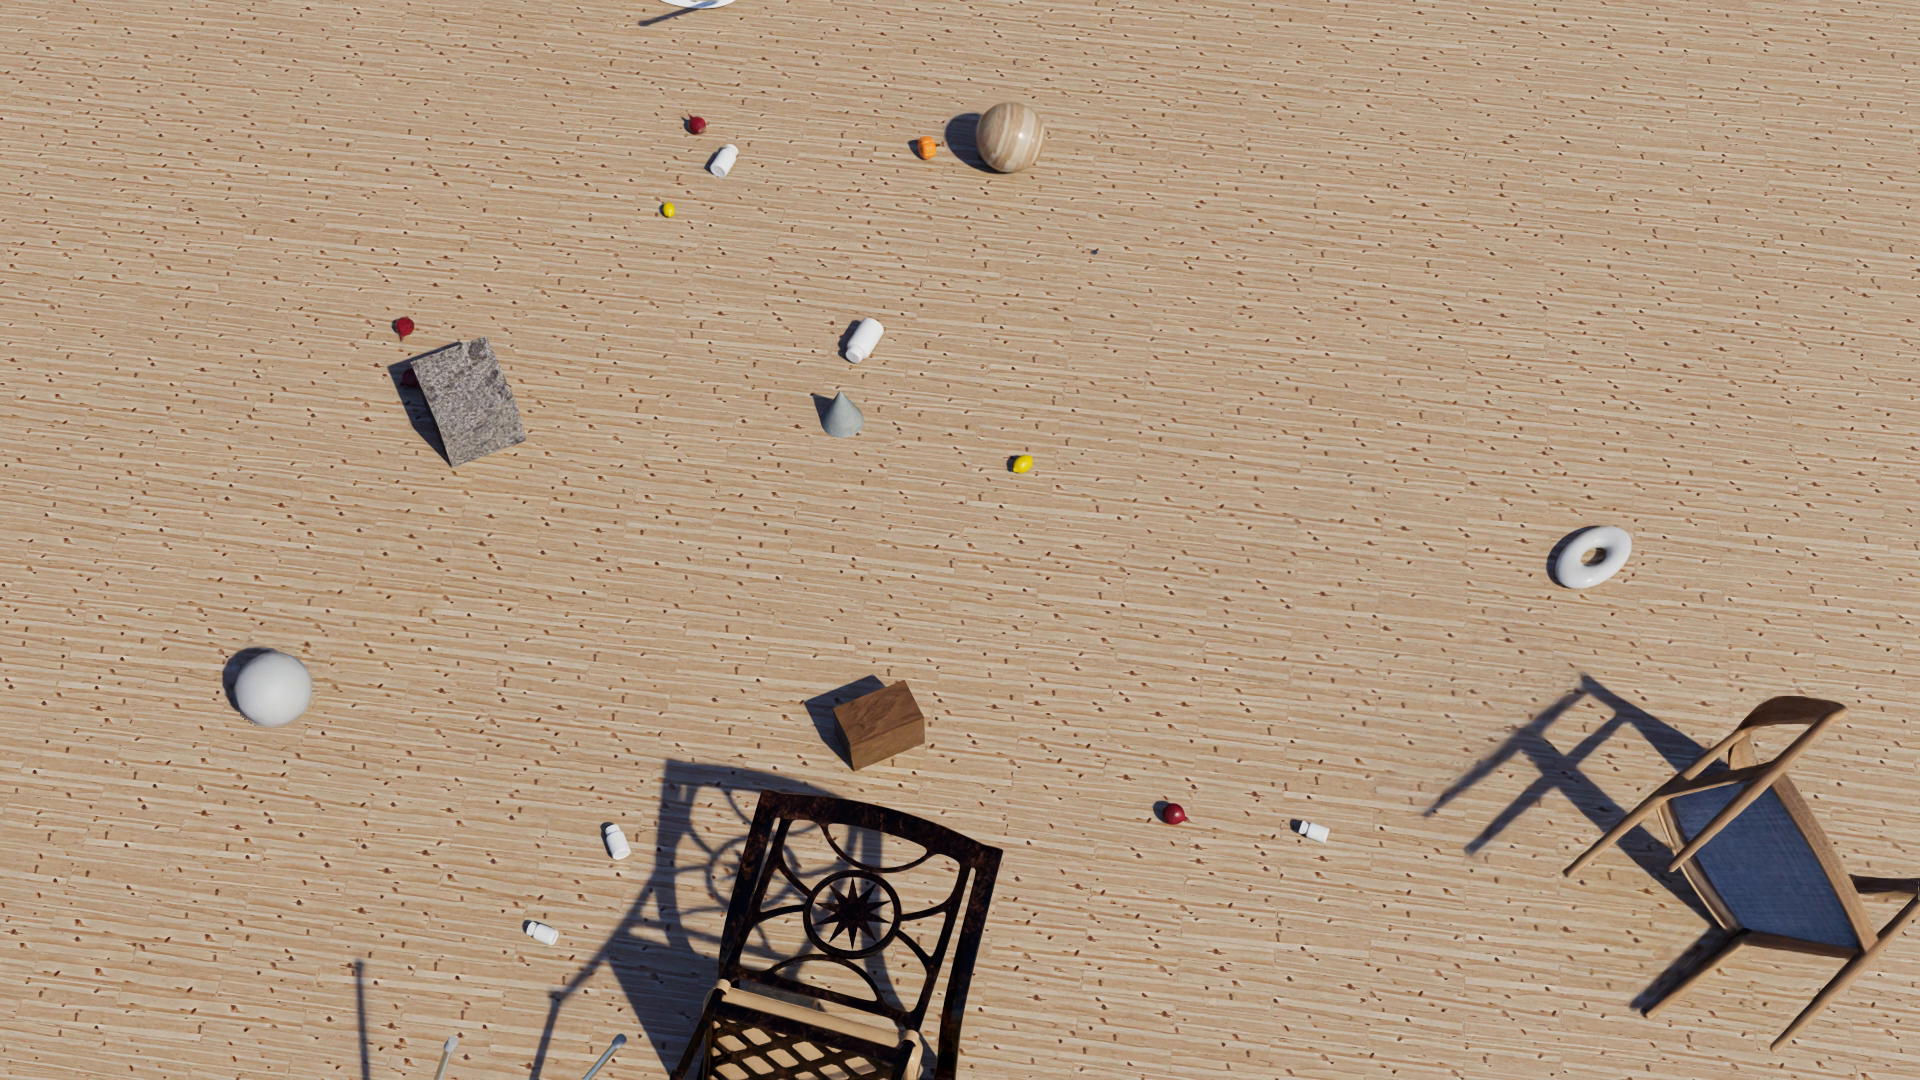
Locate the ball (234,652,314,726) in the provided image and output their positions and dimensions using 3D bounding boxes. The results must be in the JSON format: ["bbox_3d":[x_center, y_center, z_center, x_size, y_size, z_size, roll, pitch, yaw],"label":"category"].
[{"bbox_3d":[-1.923,0.419,6.166,0.210,0.210,0.210,0,56,0],"label":"ball"}]

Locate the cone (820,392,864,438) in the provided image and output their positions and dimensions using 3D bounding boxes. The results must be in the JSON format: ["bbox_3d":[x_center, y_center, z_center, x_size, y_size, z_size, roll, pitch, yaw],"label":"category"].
[{"bbox_3d":[-0.365,-0.413,6.759,0.134,0.154,0.135,-3,56,-2],"label":"cone"}]

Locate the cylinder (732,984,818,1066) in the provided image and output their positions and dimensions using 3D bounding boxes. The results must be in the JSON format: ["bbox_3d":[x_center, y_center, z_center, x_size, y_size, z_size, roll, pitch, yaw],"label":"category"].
[{"bbox_3d":[-0.476,1.249,5.663,0.180,0.122,0.186,10,52,6],"label":"cylinder"}]

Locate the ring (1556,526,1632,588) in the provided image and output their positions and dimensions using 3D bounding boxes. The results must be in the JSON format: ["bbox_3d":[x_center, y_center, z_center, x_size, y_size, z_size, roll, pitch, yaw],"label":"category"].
[{"bbox_3d":[1.876,0.051,6.510,0.283,0.050,0.161,-34,62,-20],"label":"ring"}]

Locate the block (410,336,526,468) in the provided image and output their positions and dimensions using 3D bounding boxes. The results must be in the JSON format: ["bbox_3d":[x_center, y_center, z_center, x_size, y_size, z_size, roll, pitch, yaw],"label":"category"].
[{"bbox_3d":[-1.503,-0.424,6.730,0.241,0.212,0.270,-22,59,-14],"label":"block"}]

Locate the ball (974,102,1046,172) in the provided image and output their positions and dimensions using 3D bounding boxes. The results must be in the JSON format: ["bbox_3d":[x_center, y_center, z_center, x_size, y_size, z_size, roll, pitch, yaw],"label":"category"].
[{"bbox_3d":[0.167,-1.344,7.335,0.234,0.234,0.234,0,56,0],"label":"ball"}]

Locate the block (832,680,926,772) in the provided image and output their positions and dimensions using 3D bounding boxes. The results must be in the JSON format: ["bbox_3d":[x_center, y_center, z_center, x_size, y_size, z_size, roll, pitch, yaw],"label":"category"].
[{"bbox_3d":[-0.226,0.518,6.140,0.218,0.143,0.135,-21,59,-14],"label":"block"}]
